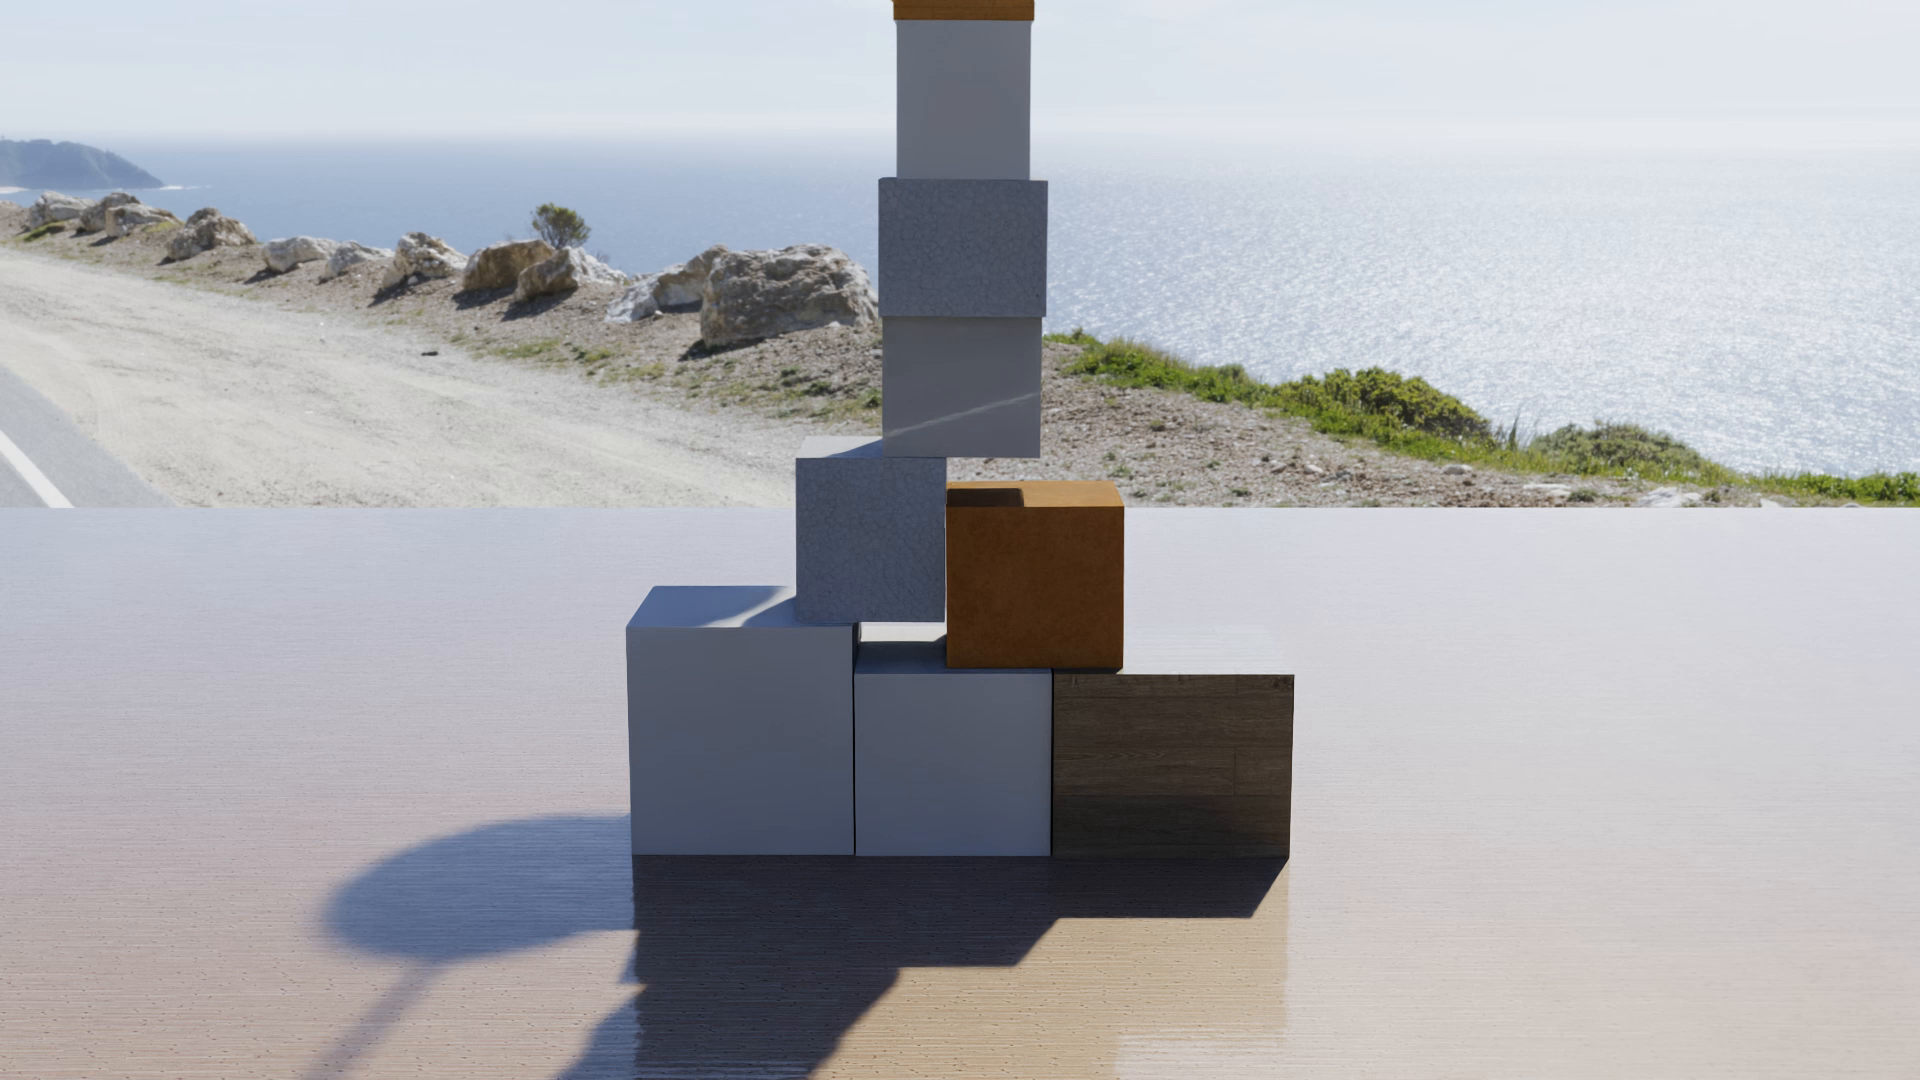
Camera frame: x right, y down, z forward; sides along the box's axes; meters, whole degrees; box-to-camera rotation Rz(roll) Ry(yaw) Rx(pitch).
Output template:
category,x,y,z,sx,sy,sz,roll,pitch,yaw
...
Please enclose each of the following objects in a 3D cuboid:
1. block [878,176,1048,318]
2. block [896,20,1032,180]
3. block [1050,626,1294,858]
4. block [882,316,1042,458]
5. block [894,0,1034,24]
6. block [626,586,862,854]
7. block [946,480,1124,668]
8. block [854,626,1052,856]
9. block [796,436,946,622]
category,x,y,z,sx,sy,sz,roll,pitch,yaw
block,0.013,-1.466,10.911,0.808,0.649,0.813,0,10,0
block,0.017,-2.149,10.778,0.636,0.740,0.718,0,10,0
block,1.047,1.017,11.355,1.175,0.936,1.095,0,10,0
block,0.009,-0.808,11.042,0.771,0.692,0.739,0,10,0
block,0.019,-2.821,10.651,0.667,0.628,0.677,0,10,0
block,-1.081,0.905,11.346,1.107,1.160,1.018,0,10,0
block,0.369,0.161,11.198,0.873,0.807,0.819,0,10,0
block,-0.034,1.016,11.379,0.967,0.929,1.078,0,10,0
block,-0.438,-0.068,11.175,0.733,0.818,0.797,0,10,0
